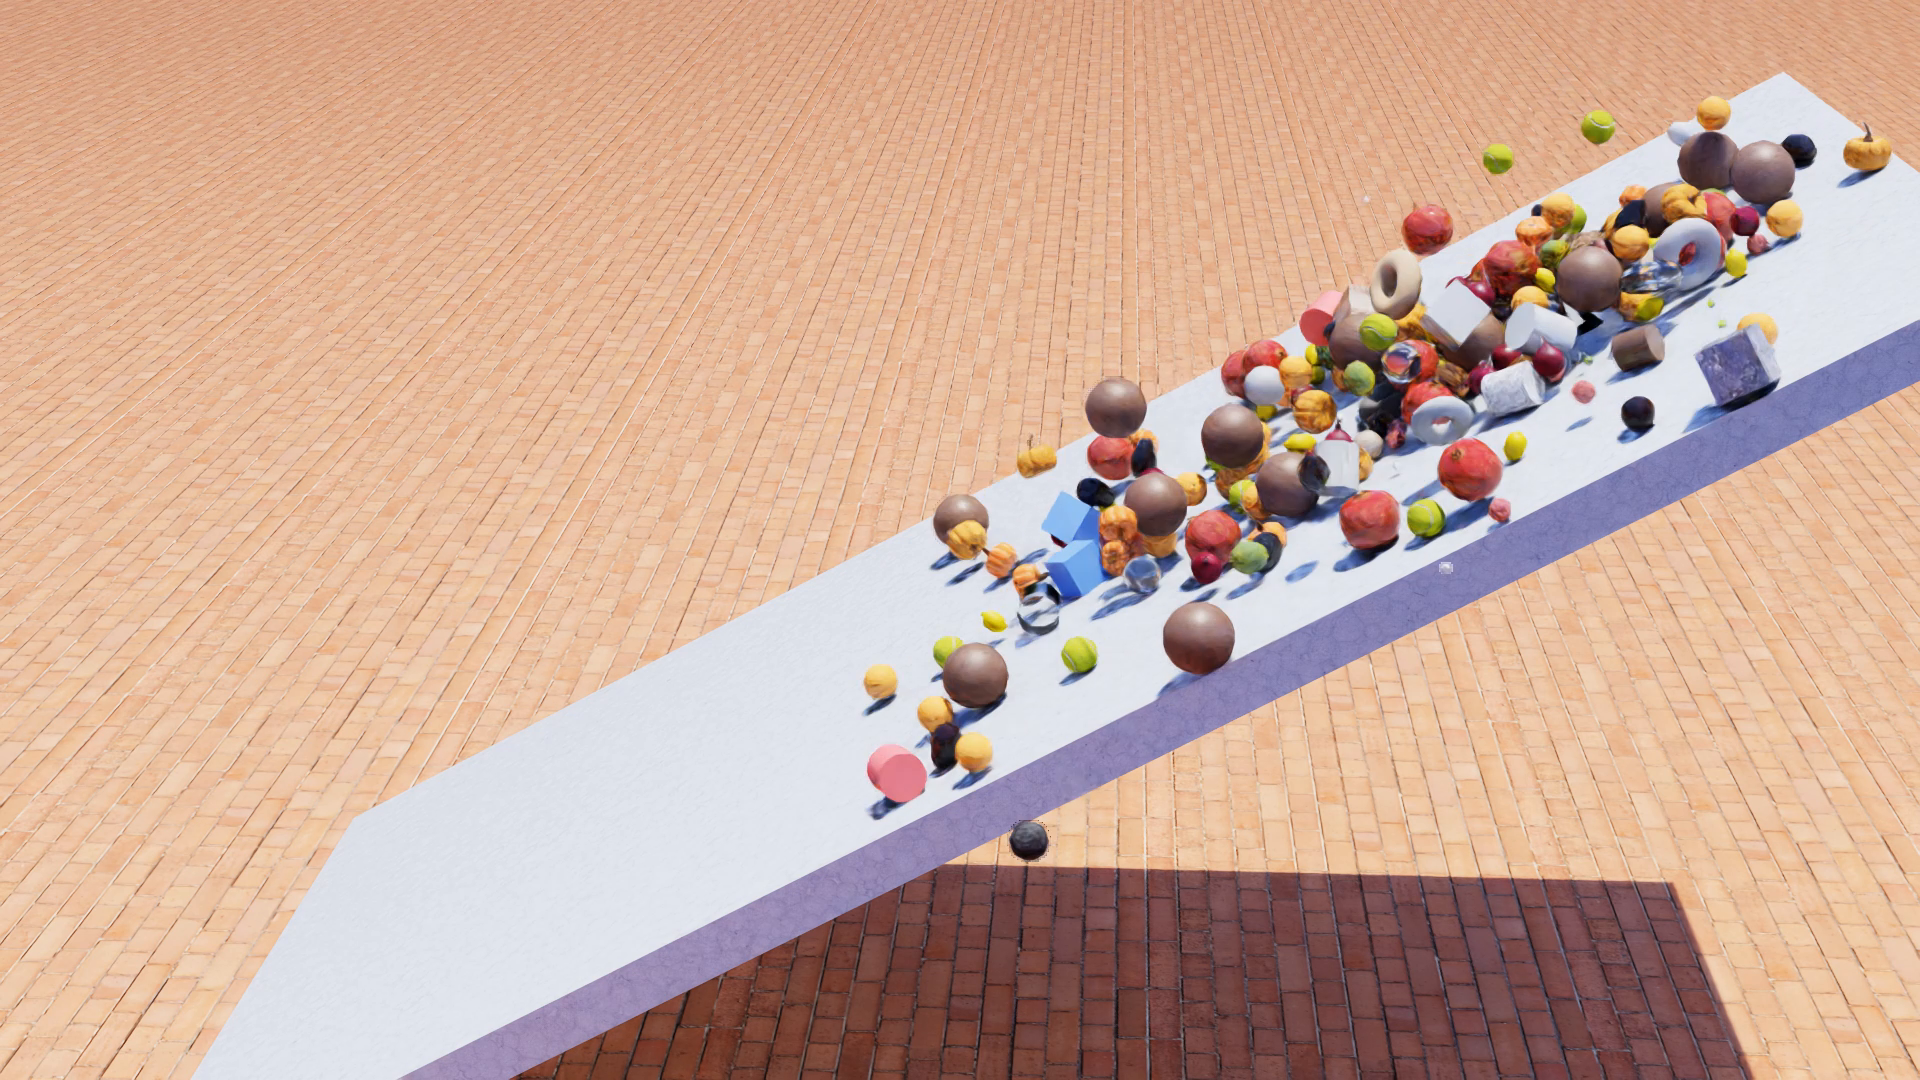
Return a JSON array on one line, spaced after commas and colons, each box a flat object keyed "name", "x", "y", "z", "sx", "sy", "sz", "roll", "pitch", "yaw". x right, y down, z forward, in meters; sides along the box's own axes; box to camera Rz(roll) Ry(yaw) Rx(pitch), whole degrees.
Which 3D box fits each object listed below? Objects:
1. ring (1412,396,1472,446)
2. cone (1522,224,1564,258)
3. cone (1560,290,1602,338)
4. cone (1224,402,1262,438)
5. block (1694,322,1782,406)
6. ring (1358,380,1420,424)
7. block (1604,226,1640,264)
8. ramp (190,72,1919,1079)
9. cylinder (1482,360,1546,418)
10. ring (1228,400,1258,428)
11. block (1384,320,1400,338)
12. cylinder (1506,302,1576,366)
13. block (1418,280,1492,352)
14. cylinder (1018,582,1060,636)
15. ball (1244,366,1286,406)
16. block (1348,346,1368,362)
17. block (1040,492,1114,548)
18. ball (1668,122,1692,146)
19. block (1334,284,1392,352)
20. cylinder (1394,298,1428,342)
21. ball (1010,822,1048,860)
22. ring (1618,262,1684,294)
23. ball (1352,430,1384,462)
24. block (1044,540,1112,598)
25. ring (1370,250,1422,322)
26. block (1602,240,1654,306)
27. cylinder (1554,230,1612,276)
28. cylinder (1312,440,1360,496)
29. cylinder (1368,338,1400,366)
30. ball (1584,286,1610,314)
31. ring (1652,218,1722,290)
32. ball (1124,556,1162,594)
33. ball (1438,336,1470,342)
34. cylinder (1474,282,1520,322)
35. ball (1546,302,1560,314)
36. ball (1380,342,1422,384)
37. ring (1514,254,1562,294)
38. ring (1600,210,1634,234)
[{"name": "ring", "x": 0.894, "y": -0.221, "z": 5.456, "sx": 0.115, "sy": 0.115, "sz": 0.038, "roll": -1, "pitch": 48, "yaw": -4}, {"name": "cone", "x": 1.271, "y": -0.627, "z": 6.428, "sx": 0.091, "sy": 0.091, "sz": 0.091, "roll": 4, "pitch": 53, "yaw": 13}, {"name": "cone", "x": 1.211, "y": -0.453, "z": 5.831, "sx": 0.096, "sy": 0.096, "sz": 0.096, "roll": -28, "pitch": 3, "yaw": 2}, {"name": "cone", "x": 0.635, "y": -0.270, "z": 6.515, "sx": 0.078, "sy": 0.078, "sz": 0.078, "roll": -7, "pitch": 19, "yaw": -19}, {"name": "block", "x": 1.335, "y": -0.302, "z": 5.044, "sx": 0.098, "sy": 0.098, "sz": 0.098, "roll": -25, "pitch": 2, "yaw": 30}, {"name": "ring", "x": 0.883, "y": -0.287, "z": 6.050, "sx": 0.139, "sy": 0.046, "sz": 0.139, "roll": -30, "pitch": 19, "yaw": 11}, {"name": "block", "x": 1.346, "y": -0.595, "z": 5.976, "sx": 0.054, "sy": 0.054, "sz": 0.054, "roll": -20, "pitch": 50, "yaw": -9}, {"name": "ramp", "x": 0.142, "y": 0.167, "z": 6.283, "sx": 4.000, "sy": 0.100, "sz": 2.000, "roll": -27, "pitch": 14, "yaw": 11}, {"name": "cylinder", "x": 1.058, "y": -0.288, "z": 5.622, "sx": 0.088, "sy": 0.088, "sz": 0.088, "roll": -20, "pitch": 4, "yaw": 37}, {"name": "ring", "x": 0.614, "y": -0.274, "z": 6.390, "sx": 0.075, "sy": 0.075, "sz": 0.025, "roll": -14, "pitch": 58, "yaw": -36}, {"name": "block", "x": 0.915, "y": -0.450, "z": 6.382, "sx": 0.057, "sy": 0.057, "sz": 0.057, "roll": 22, "pitch": 18, "yaw": 1}, {"name": "cylinder", "x": 1.122, "y": -0.398, "z": 5.684, "sx": 0.097, "sy": 0.097, "sz": 0.097, "roll": 18, "pitch": 11, "yaw": -22}, {"name": "block", "x": 0.966, "y": -0.437, "z": 5.742, "sx": 0.092, "sy": 0.092, "sz": 0.092, "roll": 42, "pitch": -6, "yaw": 6}, {"name": "cylinder", "x": 0.161, "y": 0.139, "z": 5.958, "sx": 0.085, "sy": 0.085, "sz": 0.085, "roll": 1, "pitch": 19, "yaw": 3}, {"name": "ball", "x": 0.657, "y": -0.332, "z": 6.344, "sx": 0.090, "sy": 0.090, "sz": 0.090, "roll": 0, "pitch": 18, "yaw": 0}, {"name": "block", "x": 0.902, "y": -0.438, "z": 6.505, "sx": 0.060, "sy": 0.060, "sz": 0.060, "roll": -13, "pitch": 22, "yaw": 49}, {"name": "block", "x": 0.247, "y": -0.033, "z": 6.194, "sx": 0.091, "sy": 0.091, "sz": 0.091, "roll": 30, "pitch": 1, "yaw": 41}, {"name": "ball", "x": 1.576, "y": -0.890, "z": 6.437, "sx": 0.053, "sy": 0.053, "sz": 0.053, "roll": 0, "pitch": 18, "yaw": 0}, {"name": "block", "x": 0.856, "y": -0.473, "z": 6.260, "sx": 0.091, "sy": 0.091, "sz": 0.091, "roll": 12, "pitch": 51, "yaw": -10}, {"name": "cylinder", "x": 0.970, "y": -0.484, "z": 6.449, "sx": 0.092, "sy": 0.092, "sz": 0.092, "roll": 11, "pitch": 21, "yaw": 31}, {"name": "ball", "x": 0.120, "y": 0.523, "z": 5.112, "sx": 0.068, "sy": 0.068, "sz": 0.068, "roll": 0, "pitch": 18, "yaw": 0}, {"name": "ring", "x": 1.313, "y": -0.497, "z": 5.588, "sx": 0.123, "sy": 0.041, "sz": 0.123, "roll": -6, "pitch": -11, "yaw": -1}, {"name": "ball", "x": 0.808, "y": -0.187, "z": 5.829, "sx": 0.062, "sy": 0.062, "sz": 0.062, "roll": 0, "pitch": 18, "yaw": 0}, {"name": "block", "x": 0.244, "y": 0.059, "z": 6.071, "sx": 0.084, "sy": 0.084, "sz": 0.084, "roll": -37, "pitch": 16, "yaw": -24}, {"name": "ring", "x": 0.890, "y": -0.520, "z": 6.009, "sx": 0.050, "sy": 0.149, "sz": 0.149, "roll": 7, "pitch": 14, "yaw": -26}, {"name": "block", "x": 1.344, "y": -0.532, "z": 5.850, "sx": 0.079, "sy": 0.079, "sz": 0.079, "roll": 44, "pitch": 51, "yaw": 3}, {"name": "cylinder", "x": 1.311, "y": -0.603, "z": 6.188, "sx": 0.089, "sy": 0.089, "sz": 0.089, "roll": -9, "pitch": 4, "yaw": -26}, {"name": "cylinder", "x": 0.725, "y": -0.138, "z": 5.681, "sx": 0.090, "sy": 0.090, "sz": 0.090, "roll": 3, "pitch": -11, "yaw": 1}, {"name": "cylinder", "x": 0.912, "y": -0.403, "z": 6.317, "sx": 0.062, "sy": 0.062, "sz": 0.062, "roll": -2, "pitch": 18, "yaw": -2}, {"name": "ball", "x": 1.265, "y": -0.477, "z": 5.838, "sx": 0.052, "sy": 0.052, "sz": 0.052, "roll": 0, "pitch": 18, "yaw": 0}, {"name": "ring", "x": 1.397, "y": -0.549, "z": 5.649, "sx": 0.146, "sy": 0.146, "sz": 0.049, "roll": -7, "pitch": 26, "yaw": -19}, {"name": "ball", "x": 0.360, "y": 0.069, "z": 5.823, "sx": 0.075, "sy": 0.075, "sz": 0.075, "roll": 0, "pitch": 18, "yaw": 0}, {"name": "ball", "x": 1.041, "y": -0.454, "z": 6.226, "sx": 0.087, "sy": 0.087, "sz": 0.087, "roll": 0, "pitch": 18, "yaw": 0}, {"name": "cylinder", "x": 1.107, "y": -0.493, "z": 6.079, "sx": 0.073, "sy": 0.073, "sz": 0.073, "roll": -12, "pitch": 20, "yaw": -12}, {"name": "ball", "x": 1.204, "y": -0.452, "z": 5.933, "sx": 0.058, "sy": 0.058, "sz": 0.058, "roll": 0, "pitch": 18, "yaw": 0}, {"name": "ball", "x": 0.870, "y": -0.349, "z": 5.800, "sx": 0.081, "sy": 0.081, "sz": 0.081, "roll": 0, "pitch": 18, "yaw": 0}, {"name": "ring", "x": 1.243, "y": -0.572, "z": 6.314, "sx": 0.121, "sy": 0.040, "sz": 0.121, "roll": -31, "pitch": 17, "yaw": 11}, {"name": "ring", "x": 1.410, "y": -0.677, "z": 6.321, "sx": 0.029, "sy": 0.087, "sz": 0.087, "roll": 51, "pitch": 34, "yaw": 8}]
